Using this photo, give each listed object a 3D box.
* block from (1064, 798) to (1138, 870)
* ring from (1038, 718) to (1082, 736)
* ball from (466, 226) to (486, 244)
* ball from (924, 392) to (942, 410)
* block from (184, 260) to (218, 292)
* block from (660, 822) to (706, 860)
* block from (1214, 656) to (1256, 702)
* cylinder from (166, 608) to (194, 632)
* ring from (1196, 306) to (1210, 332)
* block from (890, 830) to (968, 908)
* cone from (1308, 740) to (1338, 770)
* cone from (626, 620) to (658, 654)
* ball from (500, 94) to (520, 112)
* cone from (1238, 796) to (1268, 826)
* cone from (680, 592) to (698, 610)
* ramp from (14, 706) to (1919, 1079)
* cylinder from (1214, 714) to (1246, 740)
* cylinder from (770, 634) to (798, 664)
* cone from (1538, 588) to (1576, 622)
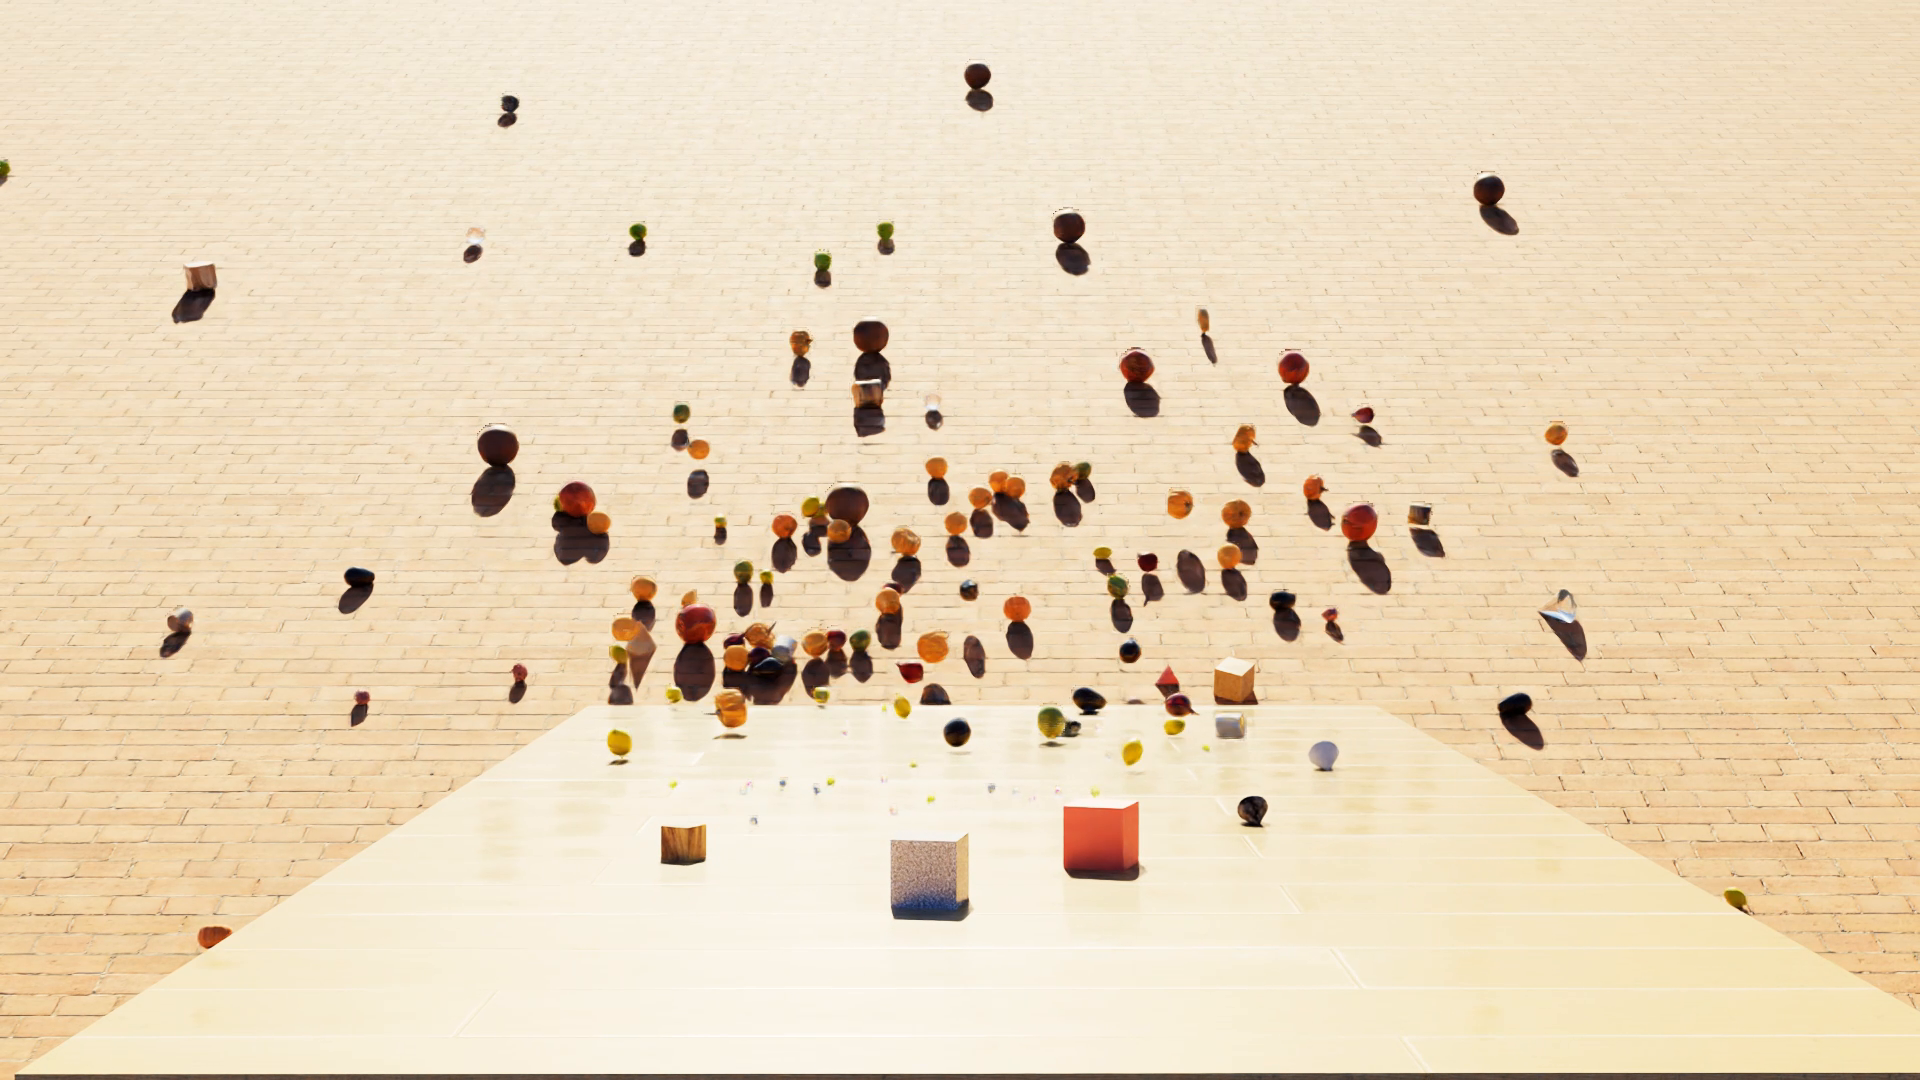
[{"bbox_3d":[0.214,0.446,3.913,0.094,0.094,0.094,0,2,18],"label":"block"},{"bbox_3d":[0.227,0.424,5.859,0.098,0.033,0.098,-1,1,0],"label":"ring"},{"bbox_3d":[-1.890,-1.189,10.062,0.073,0.073,0.073,0,26,0],"label":"ball"},{"bbox_3d":[-0.090,-0.458,8.548,0.058,0.058,0.058,0,26,0],"label":"ball"},{"bbox_3d":[-2.822,-0.981,9.589,0.091,0.091,0.091,-14,19,-27],"label":"block"},{"bbox_3d":[-0.427,0.466,3.989,0.051,0.051,0.051,1,2,28],"label":"block"},{"bbox_3d":[0.723,0.367,6.794,0.079,0.079,0.079,15,29,29],"label":"block"},{"bbox_3d":[-2.156,0.221,7.129,0.052,0.052,0.052,9,28,18],"label":"cylinder"},{"bbox_3d":[0.868,-0.786,9.187,0.031,0.094,0.094,-10,27,-7],"label":"ring"},{"bbox_3d":[-0.042,0.456,3.573,0.093,0.093,0.093,0,2,11],"label":"block"},{"bbox_3d":[0.733,0.445,5.162,0.062,0.062,0.062,-1,28,-3],"label":"cone"},{"bbox_3d":[-0.870,0.253,7.024,0.087,0.087,0.087,0,26,0],"label":"cone"},{"bbox_3d":[-2.046,-1.983,11.714,0.084,0.084,0.084,0,26,0],"label":"ball"},{"bbox_3d":[0.500,0.469,4.359,0.053,0.053,0.053,-2,28,-5],"label":"cone"},{"bbox_3d":[-0.751,0.181,7.250,0.050,0.050,0.050,-21,59,-37],"label":"cone"},{"bbox_3d":[0.058,0.525,4.563,2.000,0.100,4.000,0,2,0],"label":"ramp"},{"bbox_3d":[0.595,0.411,5.681,0.055,0.055,0.055,-1,24,21],"label":"cylinder"},{"bbox_3d":[-0.476,0.296,6.965,0.060,0.060,0.060,4,25,9],"label":"cylinder"},{"bbox_3d":[1.653,0.191,7.206,0.096,0.096,0.096,-13,11,44],"label":"cone"}]
